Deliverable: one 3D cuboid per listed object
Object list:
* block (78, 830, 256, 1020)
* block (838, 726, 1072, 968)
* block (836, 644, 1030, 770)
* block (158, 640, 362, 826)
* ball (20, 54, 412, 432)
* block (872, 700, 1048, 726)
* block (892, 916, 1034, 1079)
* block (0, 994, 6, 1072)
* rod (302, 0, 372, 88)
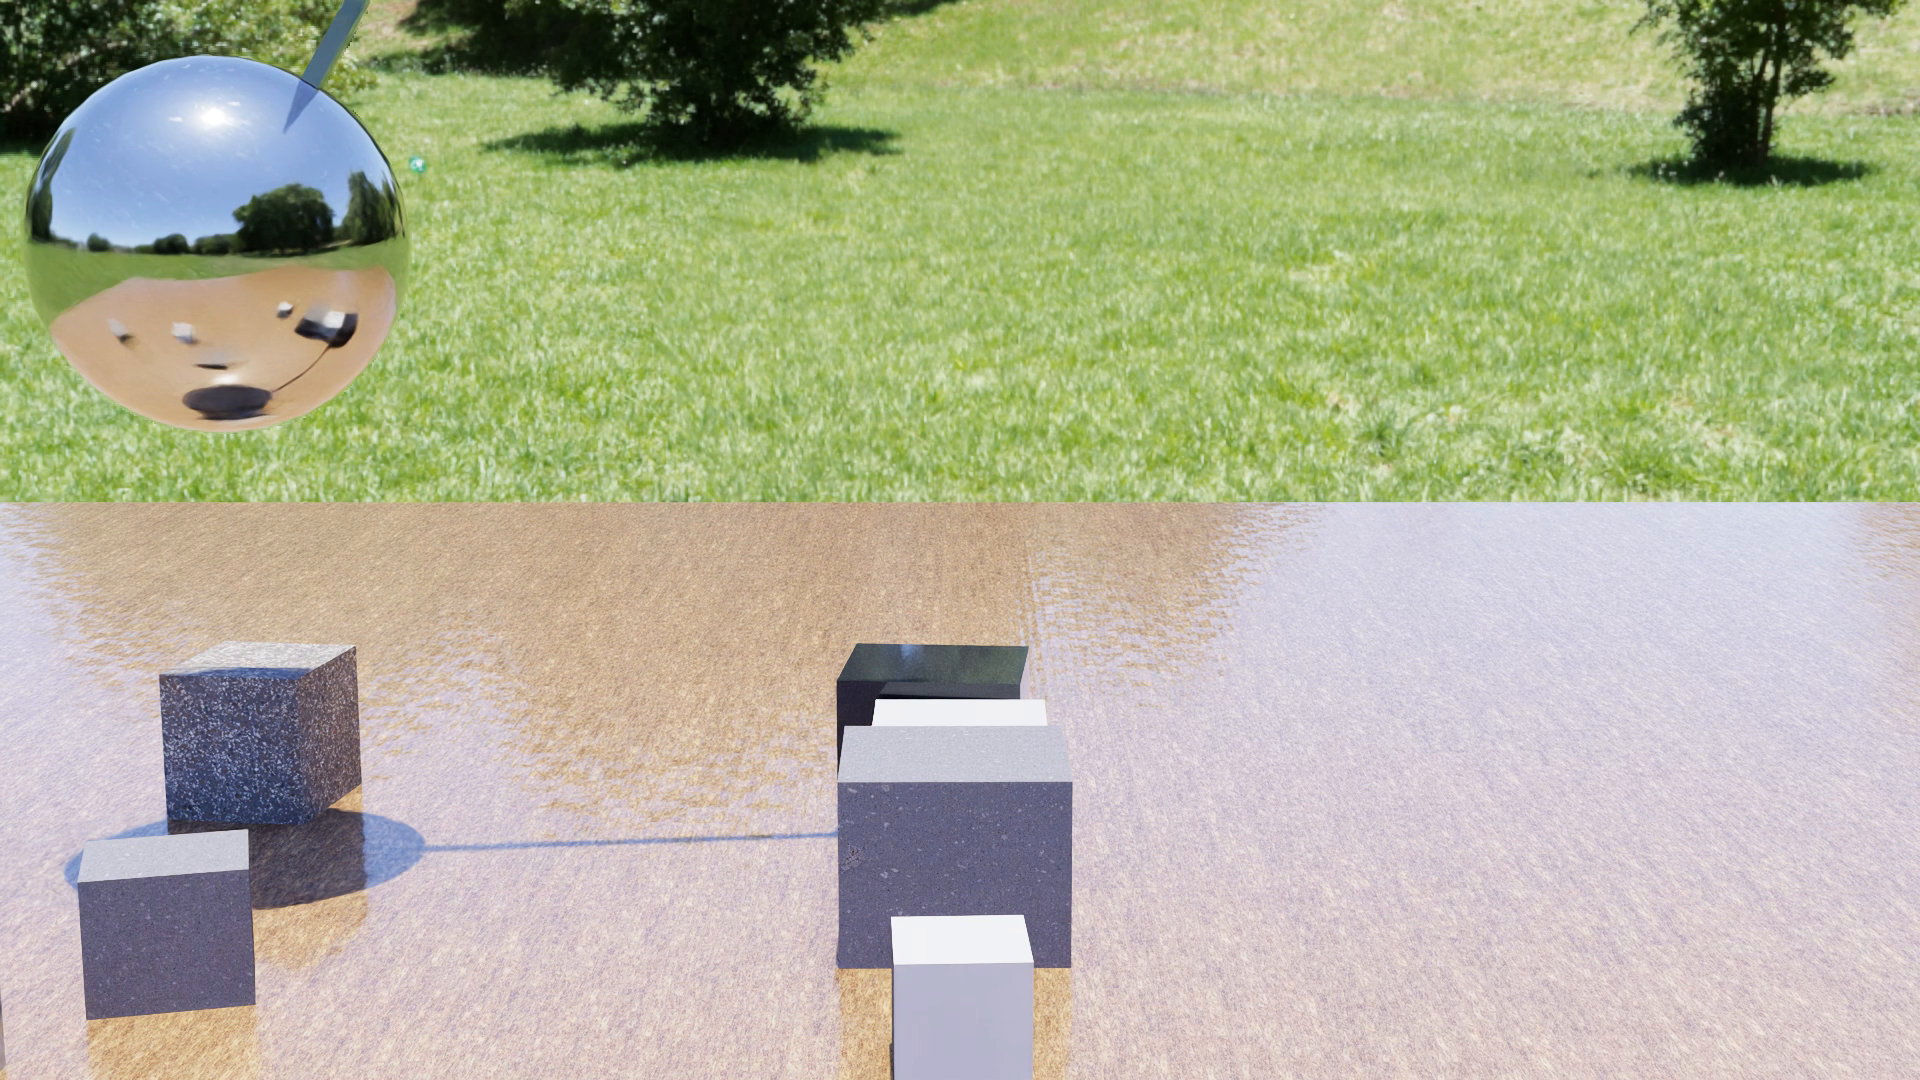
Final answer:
[{"bbox_3d":[-3.058,1.478,9.925,0.615,0.540,0.539,-3,11,-15],"label":"block"},{"bbox_3d":[-0.024,1.247,10.563,0.923,0.767,0.881,0,10,-1],"label":"block"},{"bbox_3d":[-0.115,0.950,12.261,0.850,0.743,0.799,1,10,4],"label":"block"},{"bbox_3d":[-3.390,0.927,12.486,0.684,0.709,0.737,2,10,8],"label":"block"},{"bbox_3d":[-3.160,-1.259,10.951,1.600,1.600,1.600,0,10,0],"label":"ball"},{"bbox_3d":[-0.001,1.138,11.429,0.773,0.672,0.832,0,10,0],"label":"block"},{"bbox_3d":[0.002,1.652,9.099,0.480,0.495,0.501,0,10,-3],"label":"block"},{"bbox_3d":[-3.694,1.686,8.848,0.555,0.517,0.613,0,10,-1],"label":"block"},{"bbox_3d":[-1.369,-4.102,10.434,0.080,5.200,0.080,31,9,-5],"label":"rod"}]
